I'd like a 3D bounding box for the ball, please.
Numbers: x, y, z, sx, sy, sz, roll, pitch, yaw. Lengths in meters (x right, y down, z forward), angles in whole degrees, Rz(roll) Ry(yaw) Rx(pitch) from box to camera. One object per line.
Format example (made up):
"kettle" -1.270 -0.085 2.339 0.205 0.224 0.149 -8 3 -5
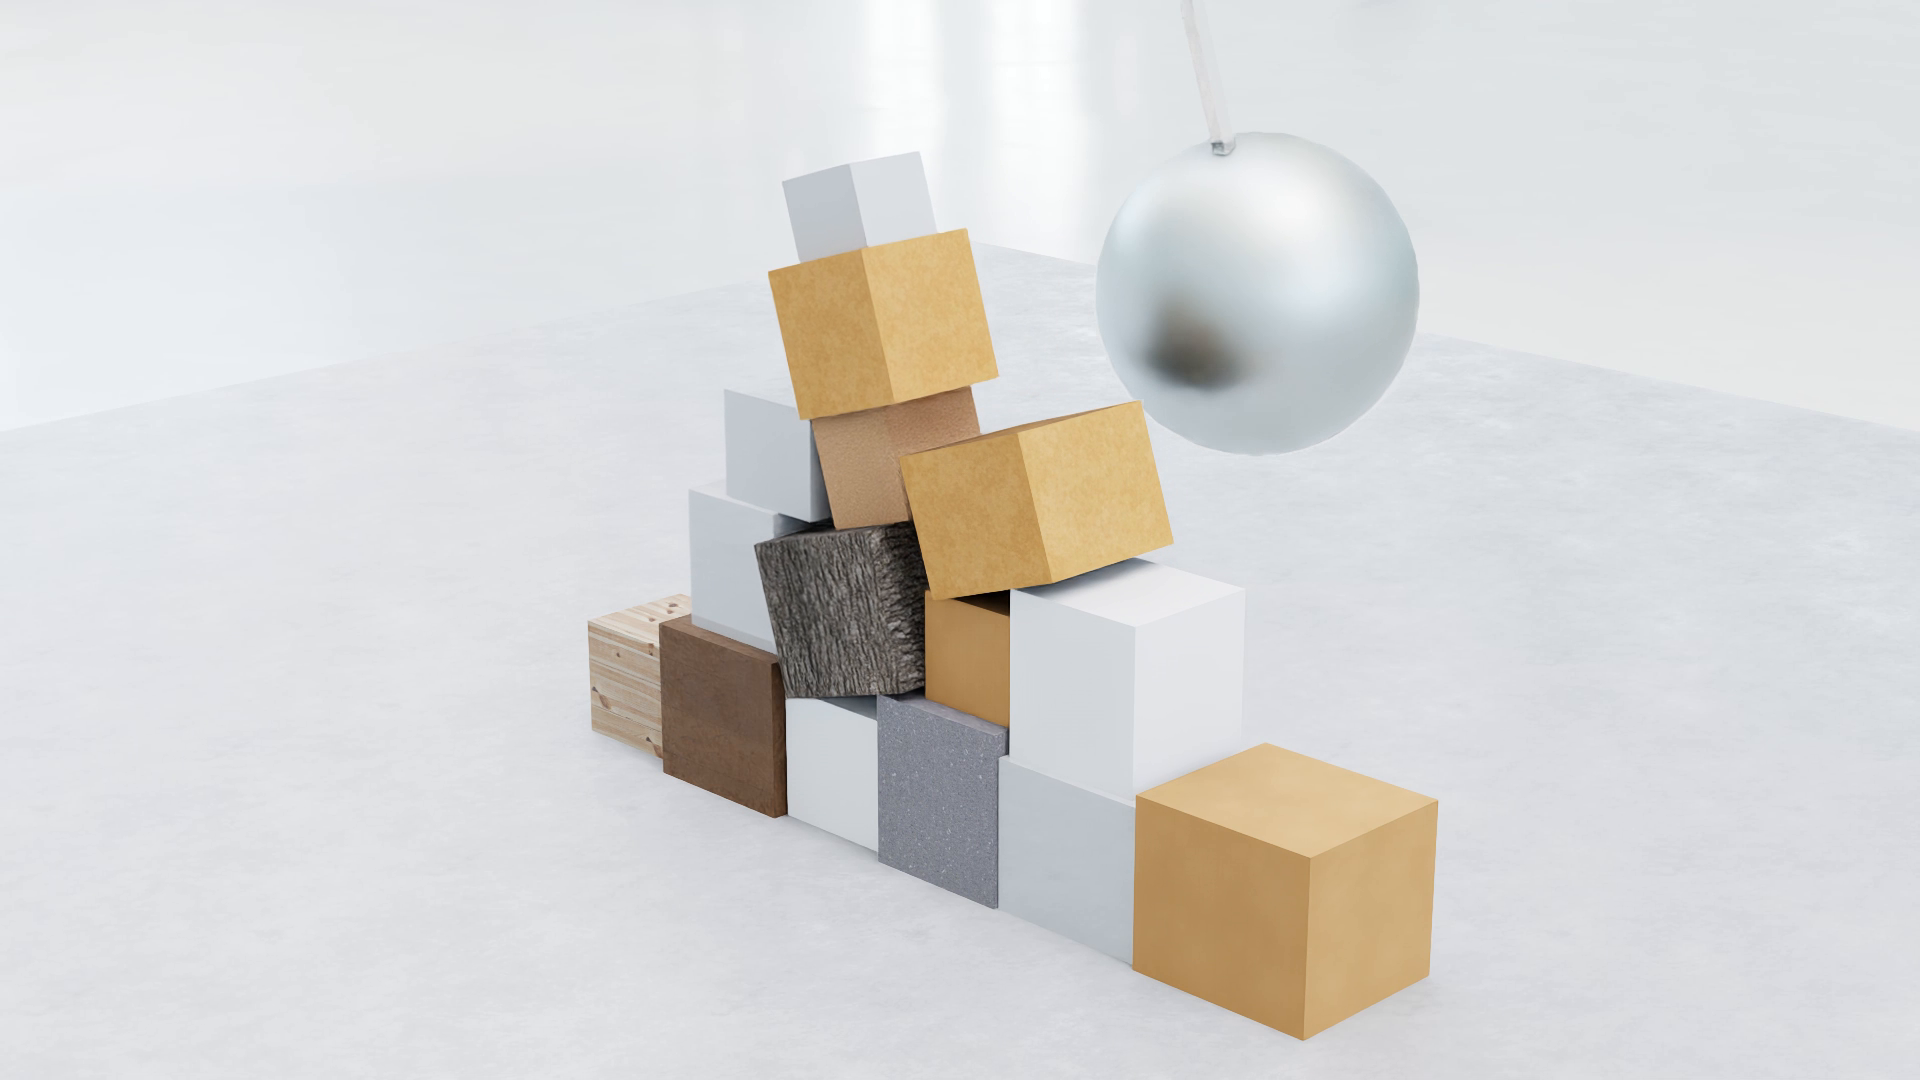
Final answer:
"ball" 1.467 -1.214 14.498 1.600 1.600 1.600 0 17 0

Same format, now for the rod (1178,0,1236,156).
"rod" 0.636 -4.009 12.748 0.080 5.200 0.080 17 44 42

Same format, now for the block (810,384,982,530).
"block" -0.264 -0.384 13.521 0.552 0.532 0.511 -17 7 -42

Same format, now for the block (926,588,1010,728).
"block" 0.245 0.471 13.212 0.567 0.517 0.567 -17 24 -42

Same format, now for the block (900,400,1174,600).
"block" 0.339 -0.175 12.956 0.787 0.653 0.764 -17 5 -43

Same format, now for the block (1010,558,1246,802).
"block" 0.726 0.582 12.779 0.712 0.780 0.723 -17 24 -42

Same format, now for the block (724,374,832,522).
"block" -0.723 -0.455 13.952 0.600 0.534 0.522 17 24 42

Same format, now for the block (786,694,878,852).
"block" -0.339 1.014 14.026 0.683 0.653 0.704 -17 24 -42

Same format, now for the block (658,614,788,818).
"block" -0.882 0.782 14.539 0.862 0.789 0.835 -17 24 -42

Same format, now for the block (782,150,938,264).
"block" -0.455 -1.510 13.318 0.437 0.384 0.475 -17 7 -43

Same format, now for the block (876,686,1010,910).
"block" 0.176 1.088 13.499 0.822 0.831 0.746 -17 24 -42

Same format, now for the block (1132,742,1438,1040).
"block" 1.365 1.458 12.362 0.851 0.805 0.928 -17 24 -42

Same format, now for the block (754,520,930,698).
"block" -0.311 0.263 13.749 0.859 0.746 0.815 -17 7 -42

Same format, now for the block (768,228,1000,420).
"block" -0.350 -0.984 13.379 0.662 0.697 0.656 -17 7 -43

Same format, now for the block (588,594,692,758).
"block" -1.442 0.709 15.086 0.615 0.602 0.706 -17 24 -42

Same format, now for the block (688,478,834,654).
"block" -0.875 0.081 14.296 0.619 0.695 0.632 17 24 42

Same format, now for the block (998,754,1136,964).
"block" 0.746 1.306 12.983 0.800 0.723 0.829 -17 24 -42
